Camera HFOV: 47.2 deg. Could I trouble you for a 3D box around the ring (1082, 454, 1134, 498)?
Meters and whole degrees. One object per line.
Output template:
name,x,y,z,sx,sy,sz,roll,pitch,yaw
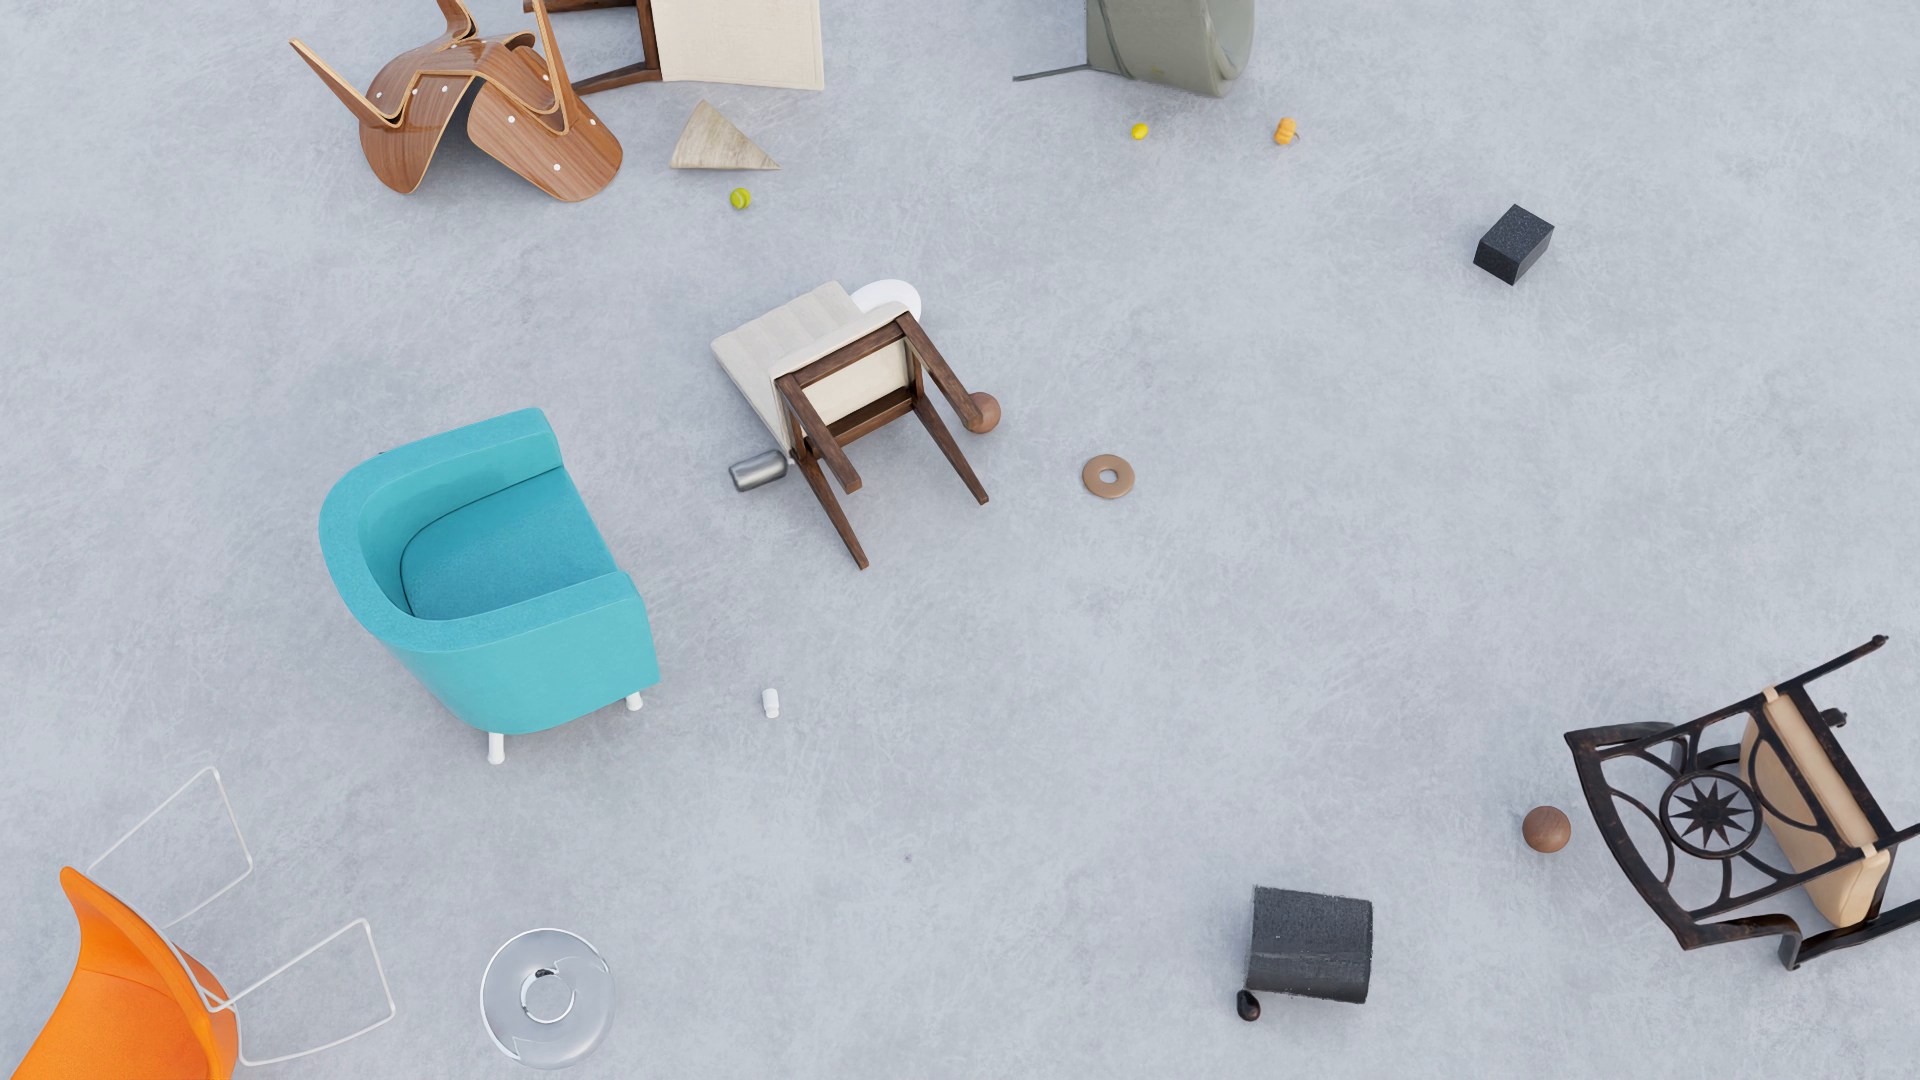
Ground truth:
ring,0.452,-0.194,6.693,0.160,0.020,0.165,-19,58,-13

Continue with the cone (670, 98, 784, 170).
cone,-0.757,-1.310,7.414,0.351,0.131,0.315,21,59,1

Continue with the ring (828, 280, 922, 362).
ring,-0.270,-0.697,6.991,0.272,0.059,0.347,28,66,27

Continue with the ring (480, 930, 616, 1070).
ring,-1.070,1.191,5.716,0.348,0.099,0.394,-21,60,-15

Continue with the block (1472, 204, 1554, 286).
block,1.800,-0.960,7.151,0.153,0.111,0.209,35,63,21

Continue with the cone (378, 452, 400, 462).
cone,-1.747,-0.251,6.732,0.069,0.038,0.031,0,87,-2

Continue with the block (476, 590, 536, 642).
block,-1.310,0.219,6.361,0.145,0.109,0.076,-13,57,-9

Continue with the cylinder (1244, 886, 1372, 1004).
cylinder,0.910,1.057,5.749,0.308,0.191,0.289,7,52,5
